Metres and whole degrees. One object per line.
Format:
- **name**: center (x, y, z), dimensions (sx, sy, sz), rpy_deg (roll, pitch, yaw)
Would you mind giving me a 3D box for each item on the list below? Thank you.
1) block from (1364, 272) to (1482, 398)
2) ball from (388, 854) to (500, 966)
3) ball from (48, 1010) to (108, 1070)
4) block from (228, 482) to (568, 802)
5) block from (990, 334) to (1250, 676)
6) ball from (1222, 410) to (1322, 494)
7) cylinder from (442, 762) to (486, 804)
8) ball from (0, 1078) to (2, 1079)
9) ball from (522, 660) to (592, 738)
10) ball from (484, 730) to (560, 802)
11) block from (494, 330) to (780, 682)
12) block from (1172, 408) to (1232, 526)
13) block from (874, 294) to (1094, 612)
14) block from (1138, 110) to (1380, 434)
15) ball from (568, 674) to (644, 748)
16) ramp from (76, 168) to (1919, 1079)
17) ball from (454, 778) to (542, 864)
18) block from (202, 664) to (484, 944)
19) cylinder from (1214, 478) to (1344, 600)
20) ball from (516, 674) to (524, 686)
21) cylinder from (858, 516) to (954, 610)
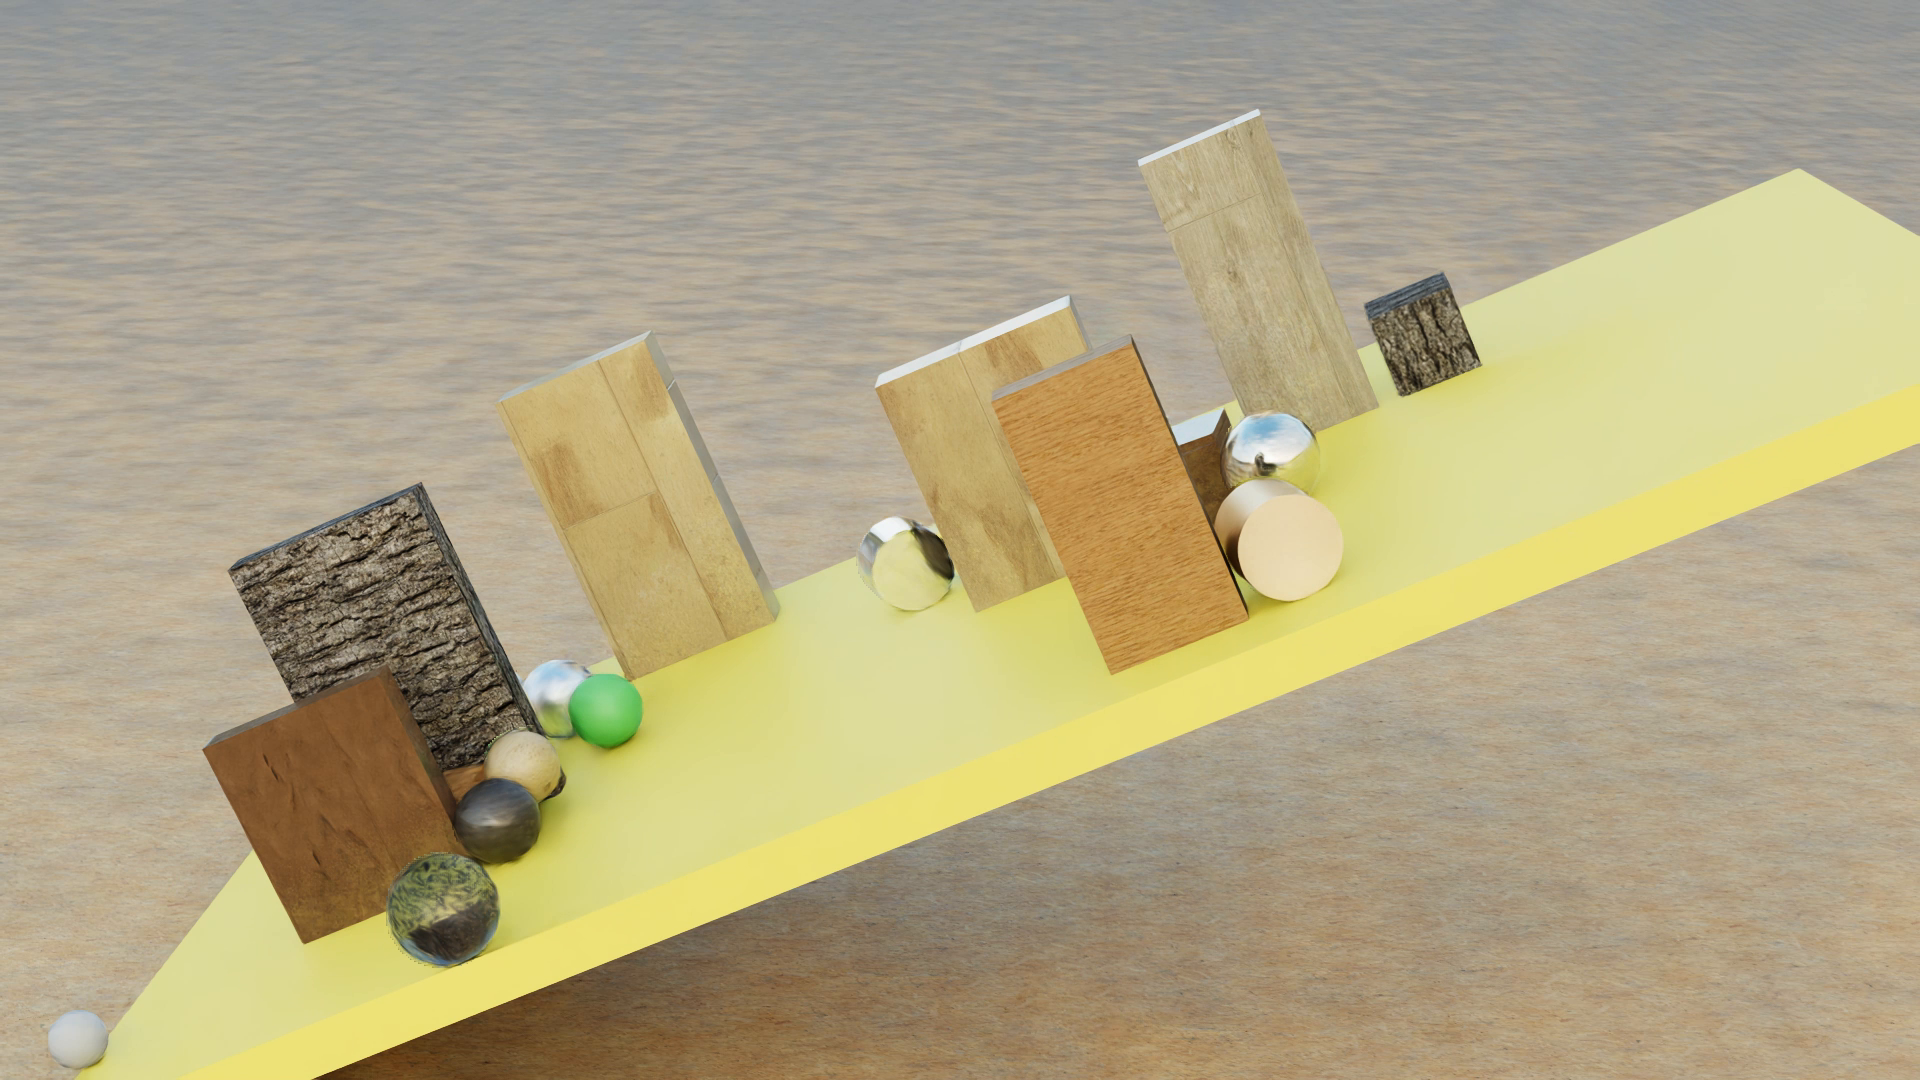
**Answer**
- **block**: center (1.029, -0.457, 6.545), dimensions (0.190, 0.190, 0.190), rpy_deg (-22, 13, 10)
- **ball**: center (-0.957, 0.686, 5.461), dimensions (0.207, 0.207, 0.207), rpy_deg (0, 15, 0)
- **ball**: center (-1.760, 0.997, 5.868), dimensions (0.117, 0.117, 0.117), rpy_deg (0, 15, 0)
- **block**: center (-1.205, 0.294, 6.329), dimensions (0.439, 0.727, 0.095), rpy_deg (-22, 13, 8)
- **block**: center (0.296, -0.064, 5.414), dimensions (0.276, 0.562, 0.096), rpy_deg (-22, 13, 8)
- **ball**: center (0.637, -0.164, 6.023), dimensions (0.204, 0.204, 0.204), rpy_deg (0, 15, 0)
- **cylinder**: center (-1.025, 0.557, 6.212), dimensions (0.164, 0.164, 0.164), rpy_deg (-15, 4, 37)
- **ball**: center (-1.971, 1.090, 5.810), dimensions (0.152, 0.152, 0.152), rpy_deg (0, 15, 0)
- **ball**: center (-0.919, 0.366, 6.763), dimensions (0.182, 0.182, 0.182), rpy_deg (0, 15, 0)
- **ball**: center (-0.910, 0.475, 6.112), dimensions (0.158, 0.158, 0.158), rpy_deg (0, 15, 0)
- **block**: center (-0.763, -0.078, 7.013), dimensions (0.390, 0.741, 0.130), rpy_deg (-22, 13, 8)
- **block**: center (0.494, -0.135, 6.201), dimensions (0.191, 0.191, 0.191), rpy_deg (-20, 13, 18)
- **block**: center (0.134, -0.182, 6.267), dimensions (0.444, 0.534, 0.136), rpy_deg (-22, 13, 8)
- **block**: center (0.661, -0.566, 6.494), dimensions (0.283, 0.700, 0.107), rpy_deg (-22, 13, 8)
- **ball**: center (-0.783, 0.377, 6.511), dimensions (0.164, 0.164, 0.164), rpy_deg (0, 15, 0)
- **ramp**: center (0.130, 0.171, 6.286), dimensions (4.000, 0.100, 2.000), rpy_deg (-22, 13, 8)
- **ball**: center (-0.939, 0.571, 5.980), dimensions (0.173, 0.173, 0.173), rpy_deg (0, 15, 0)
- **block**: center (-1.258, 0.543, 6.019), dimensions (0.402, 0.460, 0.082), rpy_deg (-22, 13, 8)
- **cylinder**: center (0.590, -0.003, 5.465), dimensions (0.198, 0.198, 0.198), rpy_deg (-2, 10, -8)
- **ball**: center (-1.304, 0.424, 8.422), dimensions (0.111, 0.111, 0.111), rpy_deg (0, 15, 0)
- **cylinder**: center (-0.121, 0.052, 6.574), dimensions (0.183, 0.183, 0.183), rpy_deg (-3, 9, -11)
